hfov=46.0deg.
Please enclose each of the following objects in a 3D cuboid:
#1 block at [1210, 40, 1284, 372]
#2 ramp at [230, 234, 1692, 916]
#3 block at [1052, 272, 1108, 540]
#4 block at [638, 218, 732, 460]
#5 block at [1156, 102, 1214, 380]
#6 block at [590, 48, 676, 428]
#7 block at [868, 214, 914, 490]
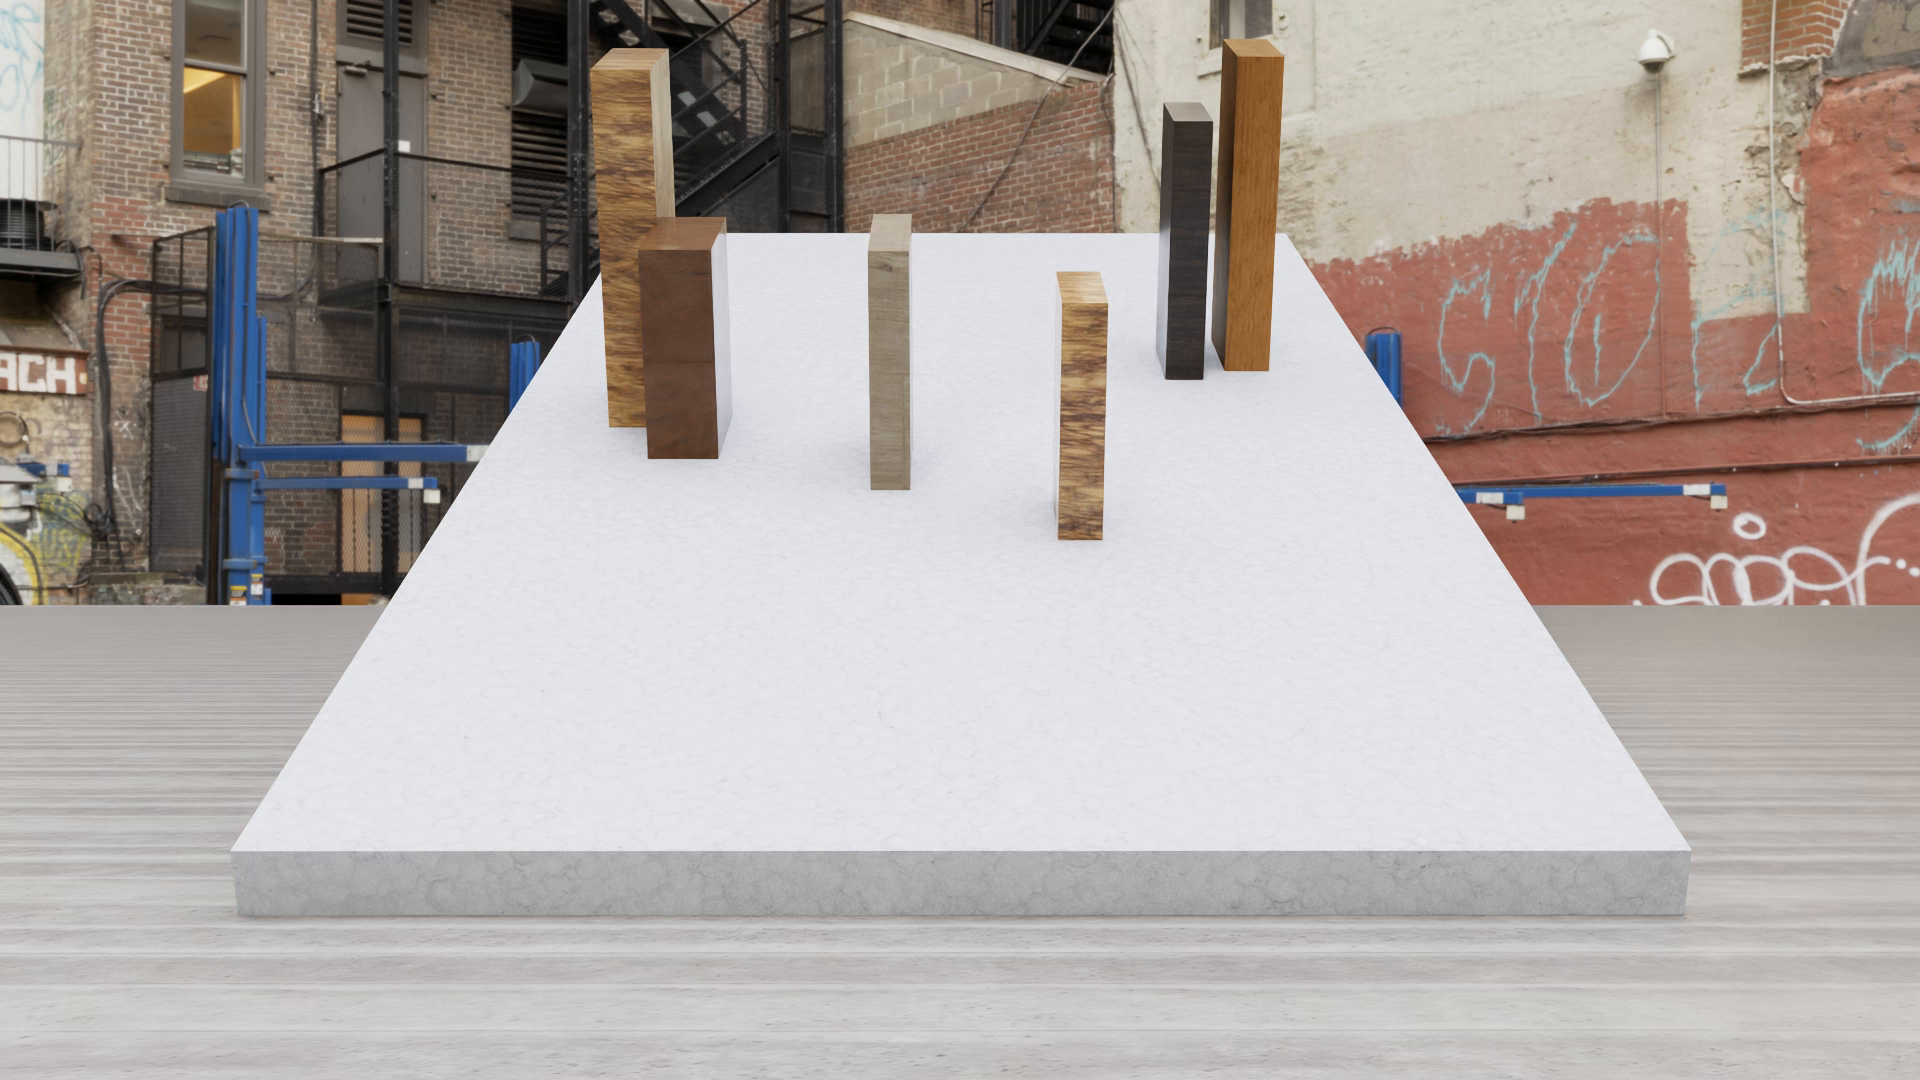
[{"bbox_3d":[0.684,-0.803,5.417,0.106,0.741,0.305,0,20,0],"label":"block"},{"bbox_3d":[-0.005,-0.205,4.996,2.000,0.100,4.000,0,20,0],"label":"ramp"},{"bbox_3d":[0.227,-0.259,4.320,0.084,0.459,0.255,0,20,0],"label":"block"},{"bbox_3d":[-0.581,-0.435,4.825,0.148,0.446,0.326,0,20,0],"label":"block"},{"bbox_3d":[0.528,-0.708,5.352,0.090,0.607,0.271,0,20,0],"label":"block"},{"bbox_3d":[-0.707,-0.667,4.984,0.124,0.775,0.327,0,20,0],"label":"block"},{"bbox_3d":[-0.140,-0.390,4.640,0.080,0.489,0.352,0,20,0],"label":"block"}]
